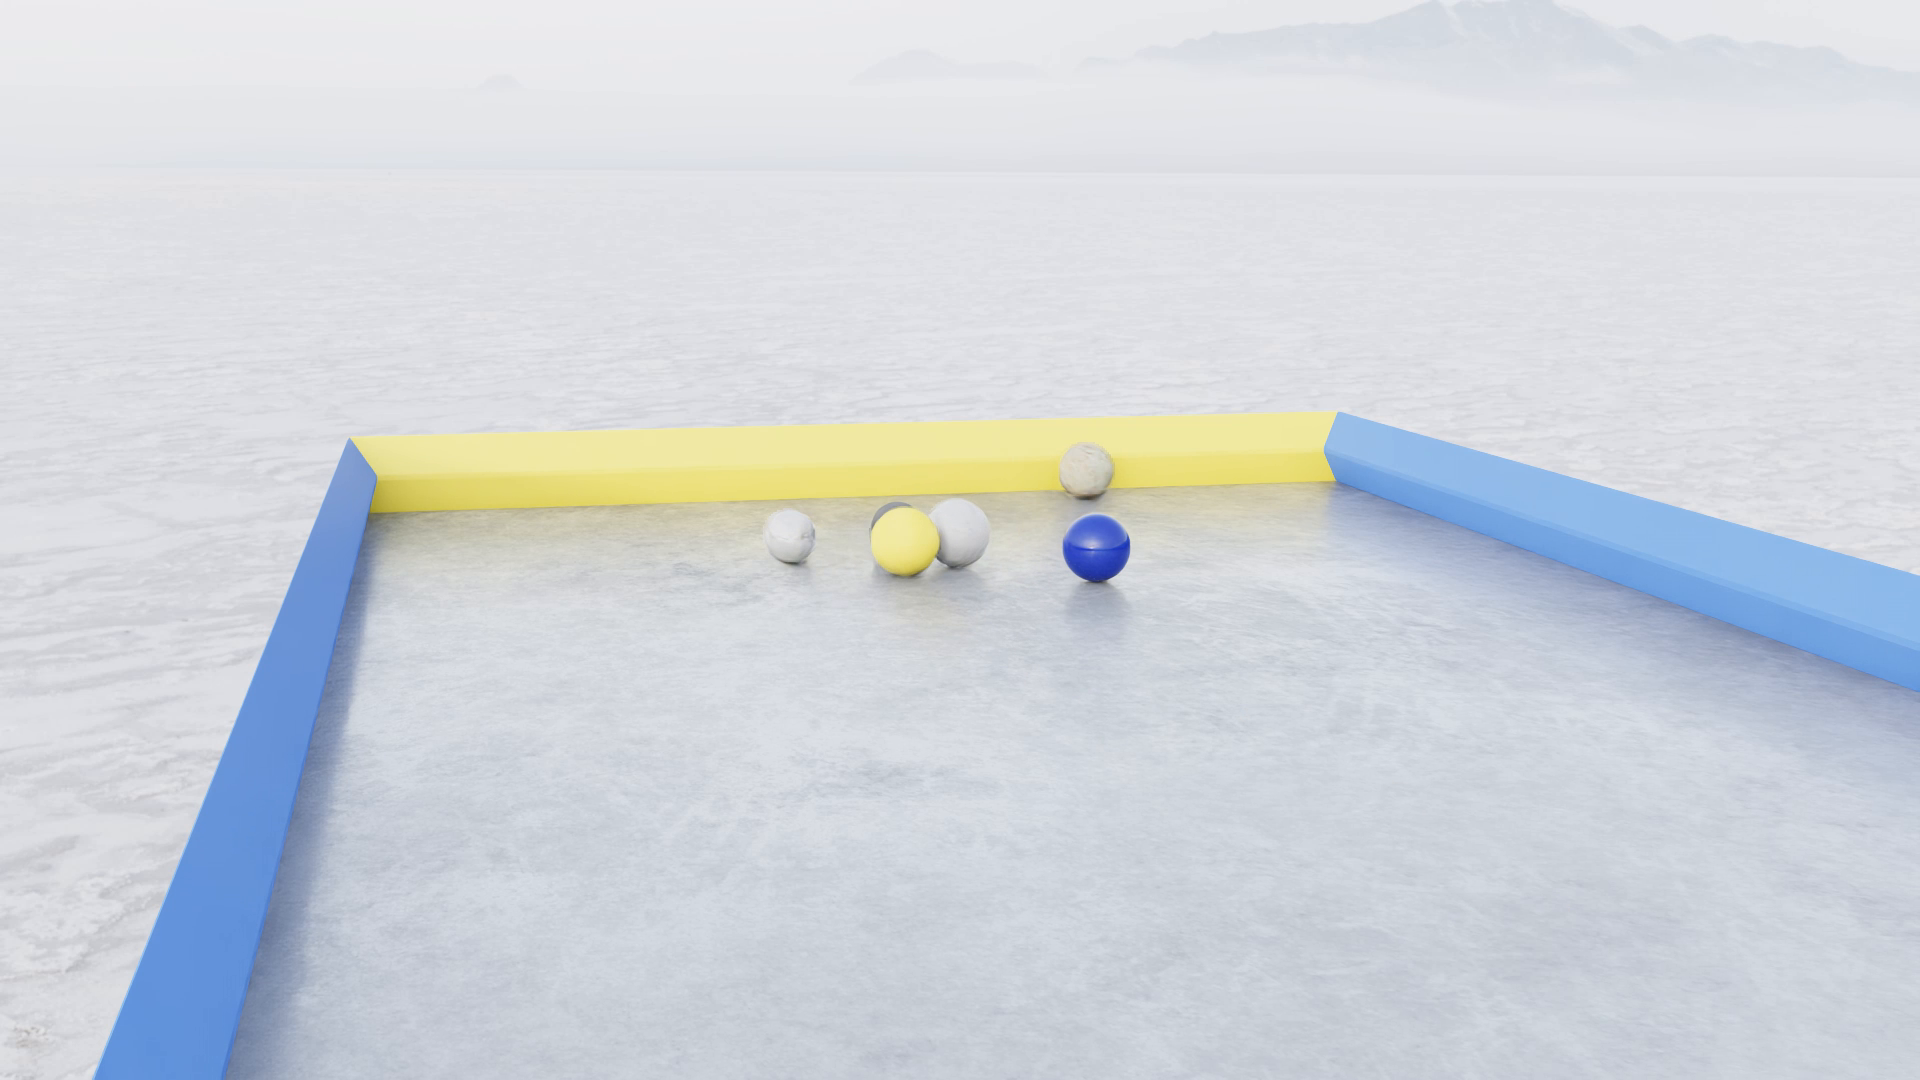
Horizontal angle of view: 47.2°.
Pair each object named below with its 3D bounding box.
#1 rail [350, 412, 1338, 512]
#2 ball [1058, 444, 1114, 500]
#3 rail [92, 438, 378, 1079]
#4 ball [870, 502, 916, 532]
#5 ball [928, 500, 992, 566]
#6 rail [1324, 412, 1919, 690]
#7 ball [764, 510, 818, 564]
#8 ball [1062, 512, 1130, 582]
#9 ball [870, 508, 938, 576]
[{"bbox_3d":[-0.156,-0.137,3.827,1.752,0.127,0.045,-2,10,-12],"label":"rail"},{"bbox_3d":[0.218,-0.119,3.822,0.095,0.095,0.095,0,10,0],"label":"ball"},{"bbox_3d":[-0.671,0.134,2.252,0.045,0.127,2.940,-2,10,-12],"label":"rail"},{"bbox_3d":[-0.094,-0.018,3.281,0.079,0.079,0.079,0,10,0],"label":"ball"},{"bbox_3d":[-0.004,-0.010,3.182,0.098,0.098,0.098,0,10,0],"label":"ball"},{"bbox_3d":[0.993,0.070,2.621,0.045,0.127,2.940,-2,10,-12],"label":"rail"},{"bbox_3d":[-0.247,-0.004,3.207,0.078,0.078,0.078,0,10,0],"label":"ball"},{"bbox_3d":[0.190,0.010,3.067,0.096,0.096,0.096,0,10,0],"label":"ball"},{"bbox_3d":[-0.079,0.002,3.111,0.097,0.097,0.097,0,10,0],"label":"ball"}]
